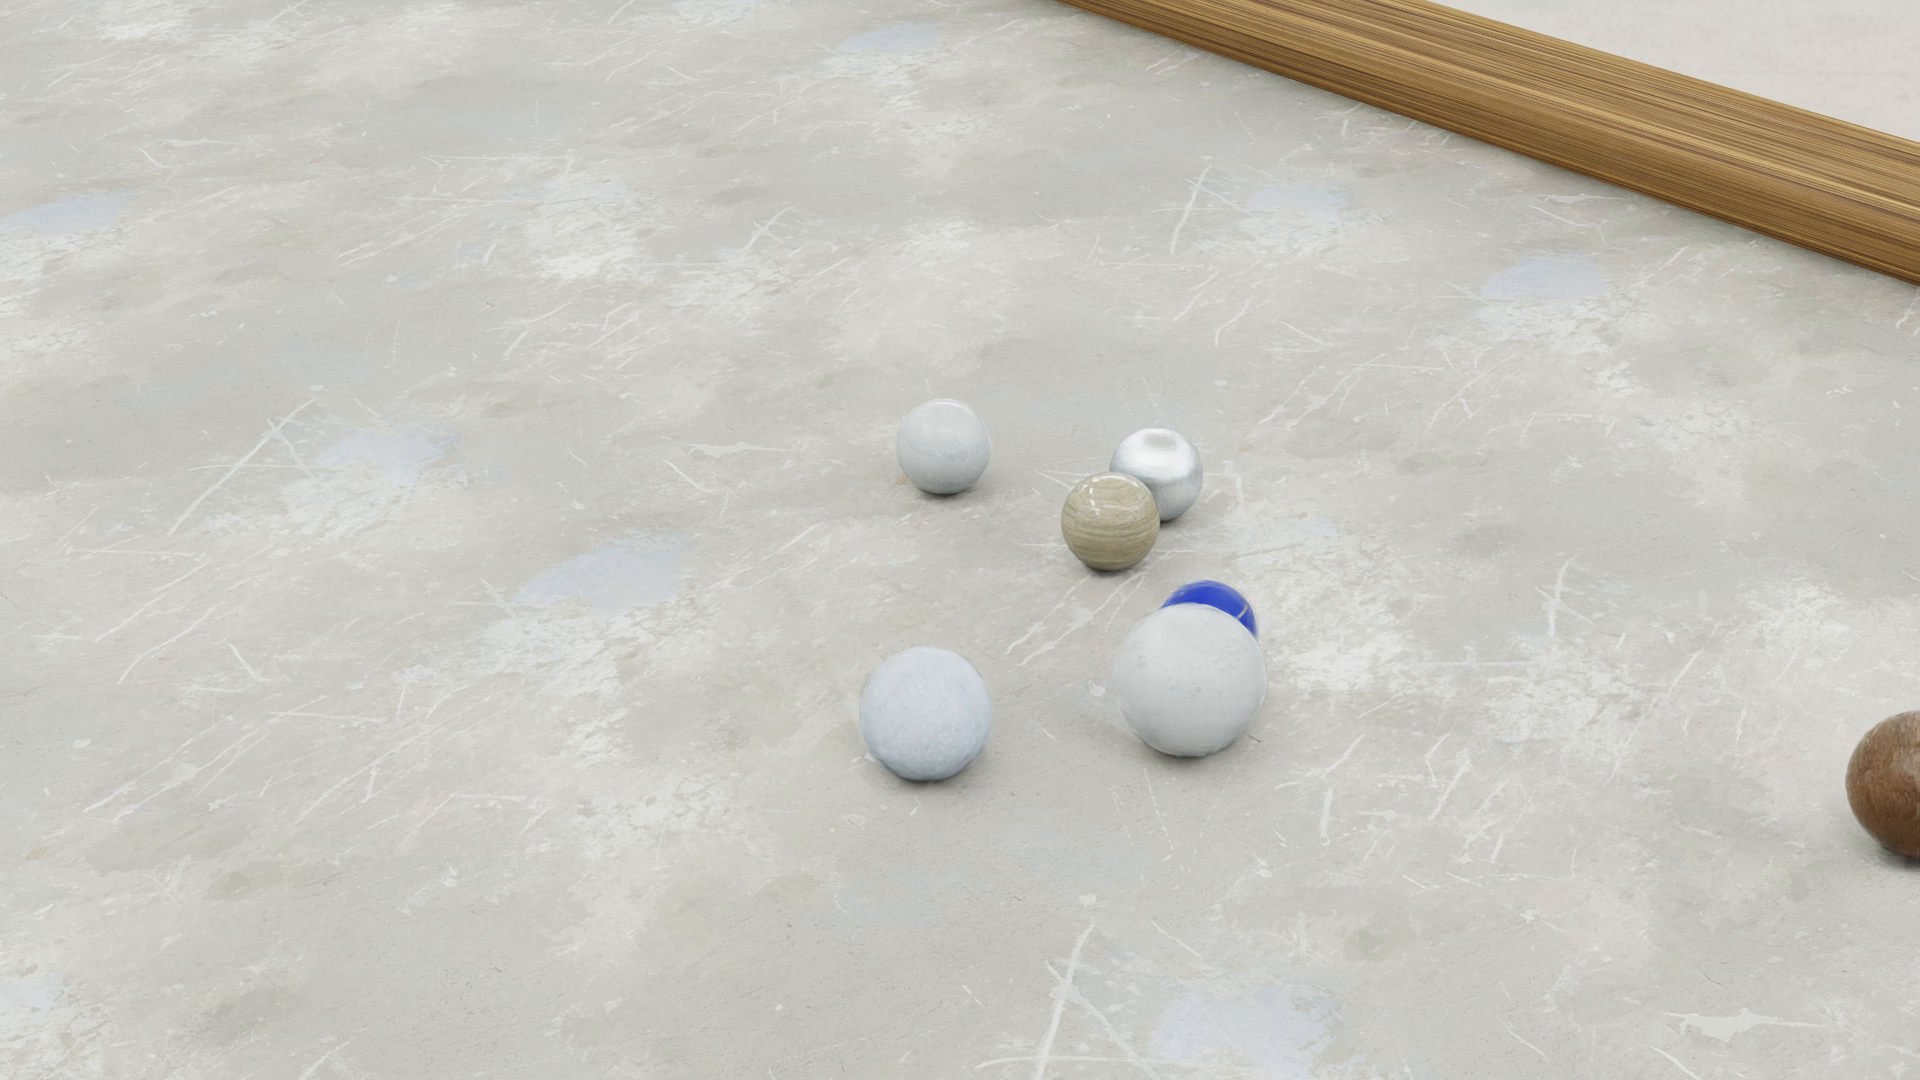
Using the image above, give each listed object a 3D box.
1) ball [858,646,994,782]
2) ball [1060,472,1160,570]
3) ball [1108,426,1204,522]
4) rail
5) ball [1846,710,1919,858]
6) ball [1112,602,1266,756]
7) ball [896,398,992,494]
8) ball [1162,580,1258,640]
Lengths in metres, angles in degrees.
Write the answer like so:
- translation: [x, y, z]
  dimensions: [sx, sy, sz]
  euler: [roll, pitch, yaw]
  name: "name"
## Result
- translation: [-0.021, 0.110, 1.861]
  dimensions: [0.086, 0.086, 0.086]
  euler: [0, 26, 0]
  name: "ball"
- translation: [0.109, -0.014, 2.135]
  dimensions: [0.072, 0.072, 0.072]
  euler: [0, 26, 0]
  name: "ball"
- translation: [0.148, -0.049, 2.211]
  dimensions: [0.071, 0.071, 0.071]
  euler: [0, 26, 0]
  name: "ball"
- translation: [0.187, -0.655, 3.412]
  dimensions: [0.045, 0.128, 4.177]
  euler: [-18, 31, -34]
  name: "rail"
- translation: [0.582, 0.147, 1.777]
  dimensions: [0.090, 0.090, 0.090]
  euler: [0, 26, 0]
  name: "ball"
- translation: [0.147, 0.090, 1.888]
  dimensions: [0.099, 0.099, 0.099]
  euler: [0, 26, 0]
  name: "ball"
- translation: [-0.013, -0.072, 2.255]
  dimensions: [0.074, 0.074, 0.074]
  euler: [0, 26, 0]
  name: "ball"
- translation: [0.166, 0.061, 1.983]
  dimensions: [0.068, 0.068, 0.068]
  euler: [0, 26, 0]
  name: "ball"
